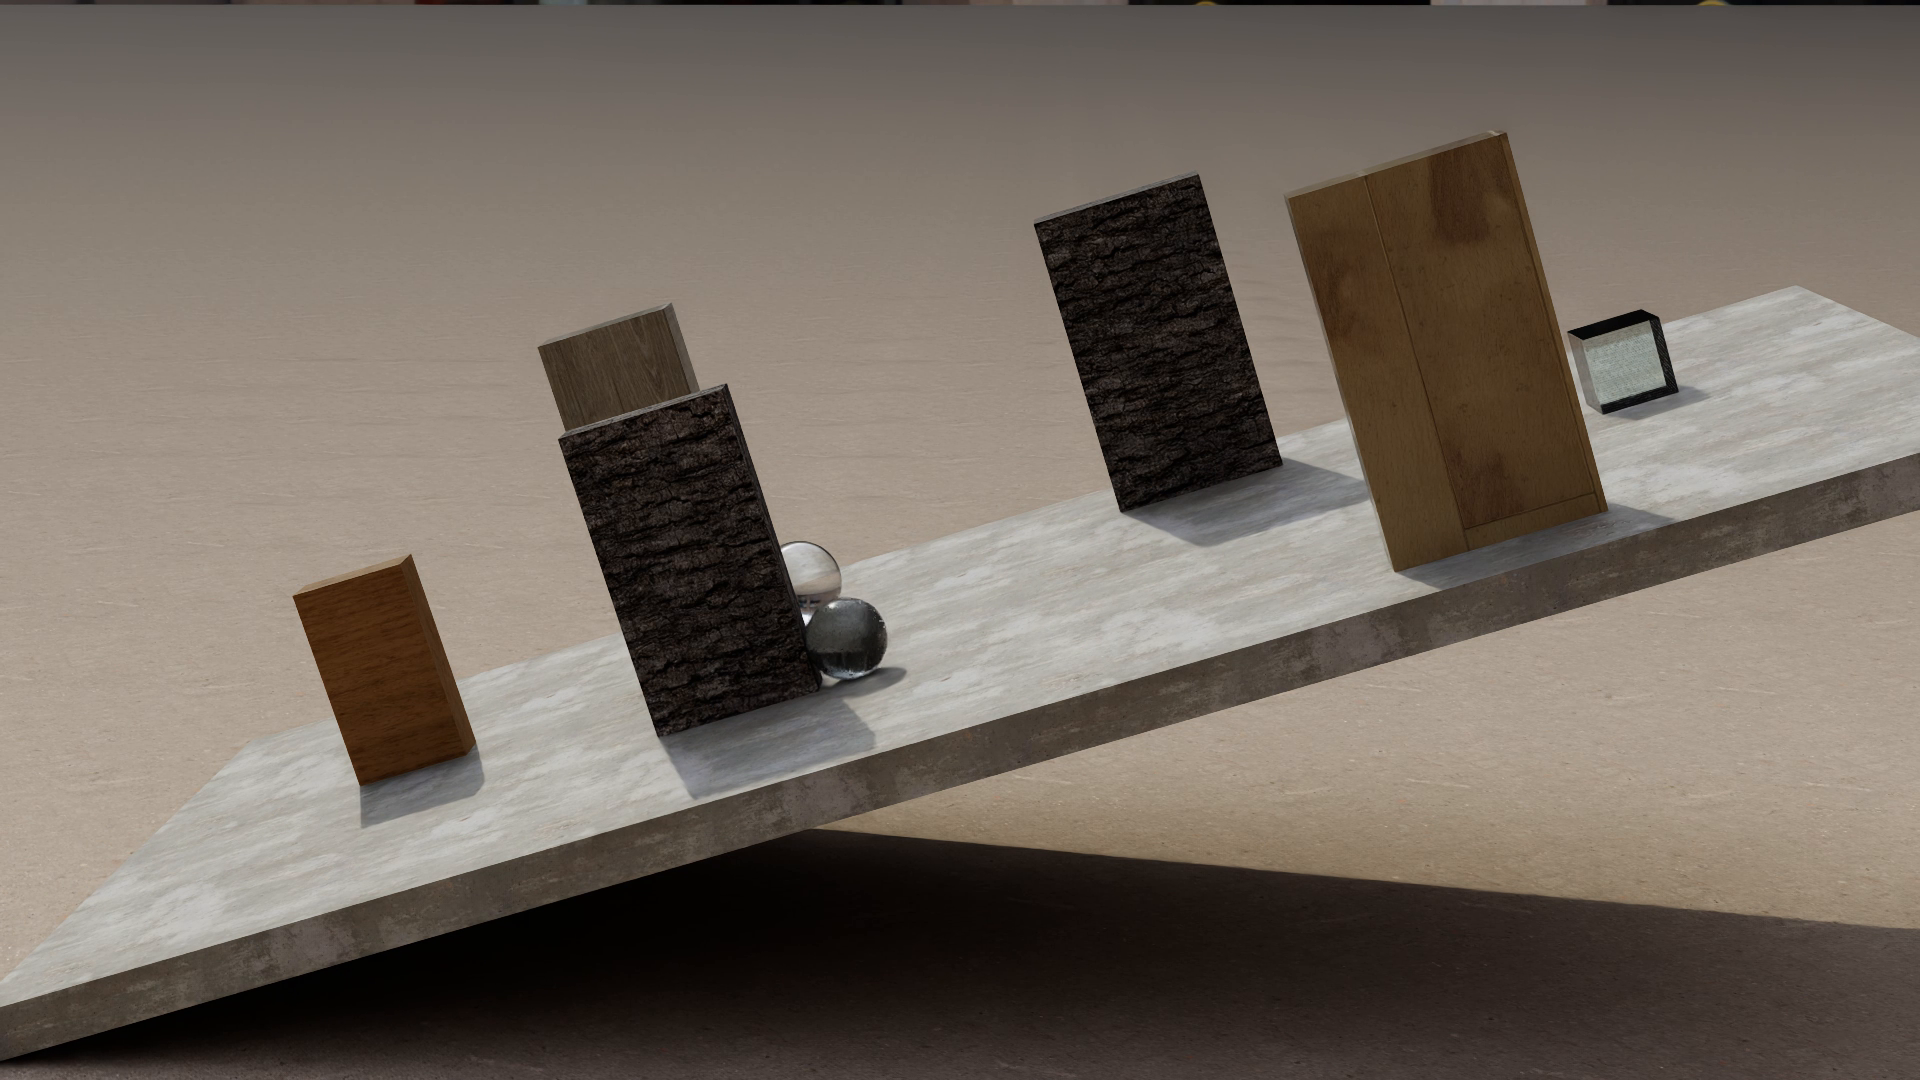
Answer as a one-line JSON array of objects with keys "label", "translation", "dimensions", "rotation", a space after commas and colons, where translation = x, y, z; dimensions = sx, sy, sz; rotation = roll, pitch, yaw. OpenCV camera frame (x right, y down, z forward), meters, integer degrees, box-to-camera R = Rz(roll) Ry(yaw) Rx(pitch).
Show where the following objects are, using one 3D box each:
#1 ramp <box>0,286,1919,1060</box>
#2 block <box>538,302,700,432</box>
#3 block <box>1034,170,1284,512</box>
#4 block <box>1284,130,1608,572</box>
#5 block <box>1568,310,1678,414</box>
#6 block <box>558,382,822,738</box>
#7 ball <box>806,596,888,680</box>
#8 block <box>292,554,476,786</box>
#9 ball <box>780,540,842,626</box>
[{"label": "ramp", "translation": [0.095, 0.185, 6.316], "dimensions": [4.000, 0.100, 2.000], "rotation": [-16, 10, 5]}, {"label": "block", "translation": [-0.687, -0.117, 6.714], "dimensions": [0.299, 0.788, 0.137], "rotation": [-16, 10, 5]}, {"label": "block", "translation": [0.464, -0.464, 6.885], "dimensions": [0.395, 0.706, 0.137], "rotation": [-16, 10, 5]}, {"label": "block", "translation": [0.903, -0.351, 5.472], "dimensions": [0.410, 0.727, 0.124], "rotation": [-16, 10, 5]}, {"label": "block", "translation": [1.436, -0.387, 6.379], "dimensions": [0.168, 0.168, 0.168], "rotation": [-17, 10, 3]}, {"label": "block", "translation": [-0.548, 0.043, 6.015], "dimensions": [0.347, 0.648, 0.103], "rotation": [-16, 10, 5]}, {"label": "ball", "translation": [-0.231, 0.201, 6.007], "dimensions": [0.169, 0.169, 0.169], "rotation": [0, 11, 0]}, {"label": "block", "translation": [-1.267, 0.287, 6.486], "dimensions": [0.250, 0.448, 0.113], "rotation": [-16, 10, 5]}, {"label": "ball", "translation": [-0.365, 0.099, 6.712], "dimensions": [0.194, 0.194, 0.194], "rotation": [0, 11, 0]}]
